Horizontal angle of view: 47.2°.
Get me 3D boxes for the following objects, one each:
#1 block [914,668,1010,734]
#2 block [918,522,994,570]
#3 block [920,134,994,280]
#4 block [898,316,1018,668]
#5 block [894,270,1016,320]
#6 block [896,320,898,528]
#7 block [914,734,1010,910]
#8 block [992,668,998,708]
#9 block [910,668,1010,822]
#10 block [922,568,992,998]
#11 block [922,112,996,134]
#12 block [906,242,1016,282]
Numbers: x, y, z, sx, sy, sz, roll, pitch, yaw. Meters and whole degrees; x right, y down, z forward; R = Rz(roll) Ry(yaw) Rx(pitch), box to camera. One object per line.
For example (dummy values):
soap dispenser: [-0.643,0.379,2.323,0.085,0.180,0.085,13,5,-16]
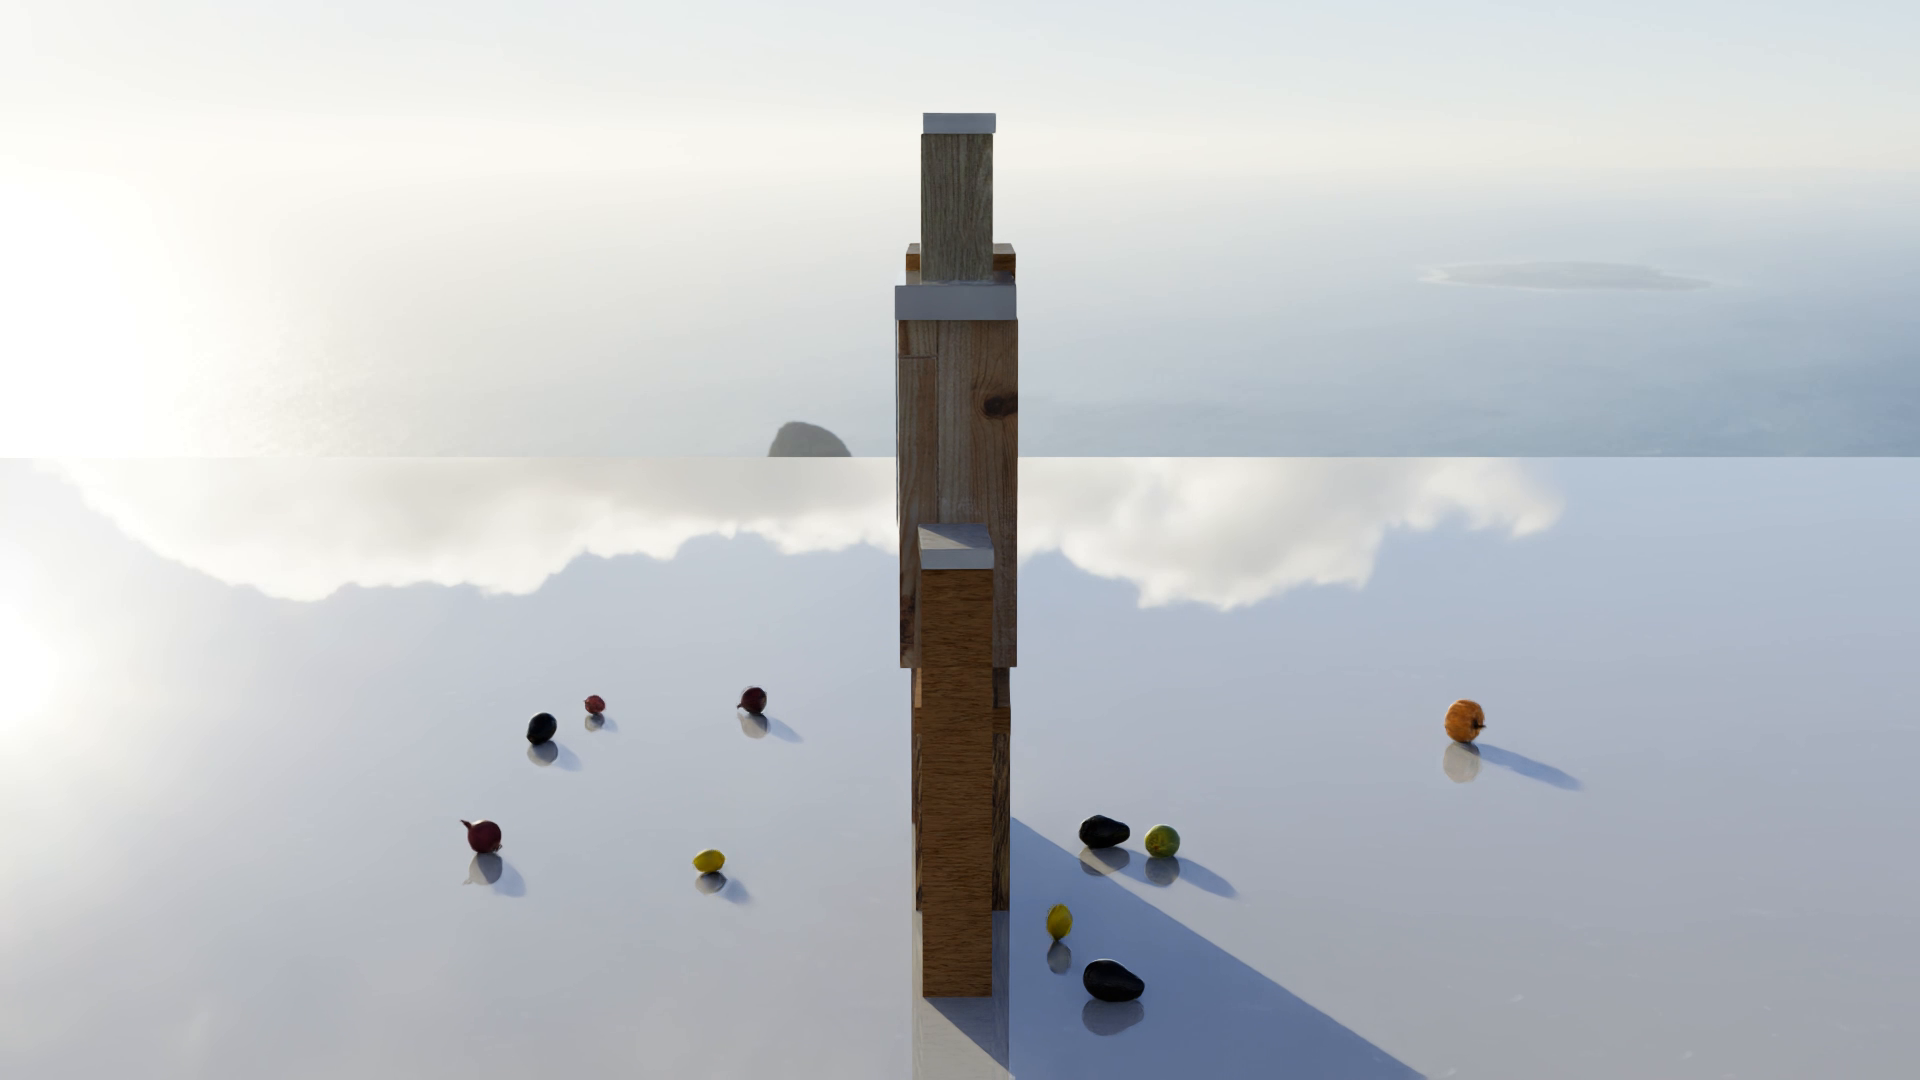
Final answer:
block: [0.004,0.259,3.651,0.153,0.043,0.307,0,11,0]
block: [-0.008,0.008,3.190,0.102,0.029,0.203,-1,11,-3]
block: [-0.005,-0.505,3.334,0.109,0.219,0.031,0,11,-3]
block: [-0.004,-0.072,3.348,0.180,0.535,0.051,0,10,-3]
block: [-0.008,-0.382,3.411,0.180,0.051,0.359,0,10,0]
block: [-0.013,-0.202,3.566,0.180,0.359,0.051,0,11,2]
block: [0.004,0.450,3.582,0.153,0.307,0.043,0,11,0]
block: [0.001,0.149,3.482,0.117,0.234,0.033,0,11,0]
block: [0.001,0.022,3.978,0.180,1.003,0.051,0,10,0]
block: [-0.004,0.352,3.185,0.102,0.645,0.029,0,11,0]
block: [-0.003,-0.641,3.381,0.109,0.031,0.219,0,11,-1]
block: [0.001,-0.475,3.767,0.180,0.051,0.360,0,11,0]
